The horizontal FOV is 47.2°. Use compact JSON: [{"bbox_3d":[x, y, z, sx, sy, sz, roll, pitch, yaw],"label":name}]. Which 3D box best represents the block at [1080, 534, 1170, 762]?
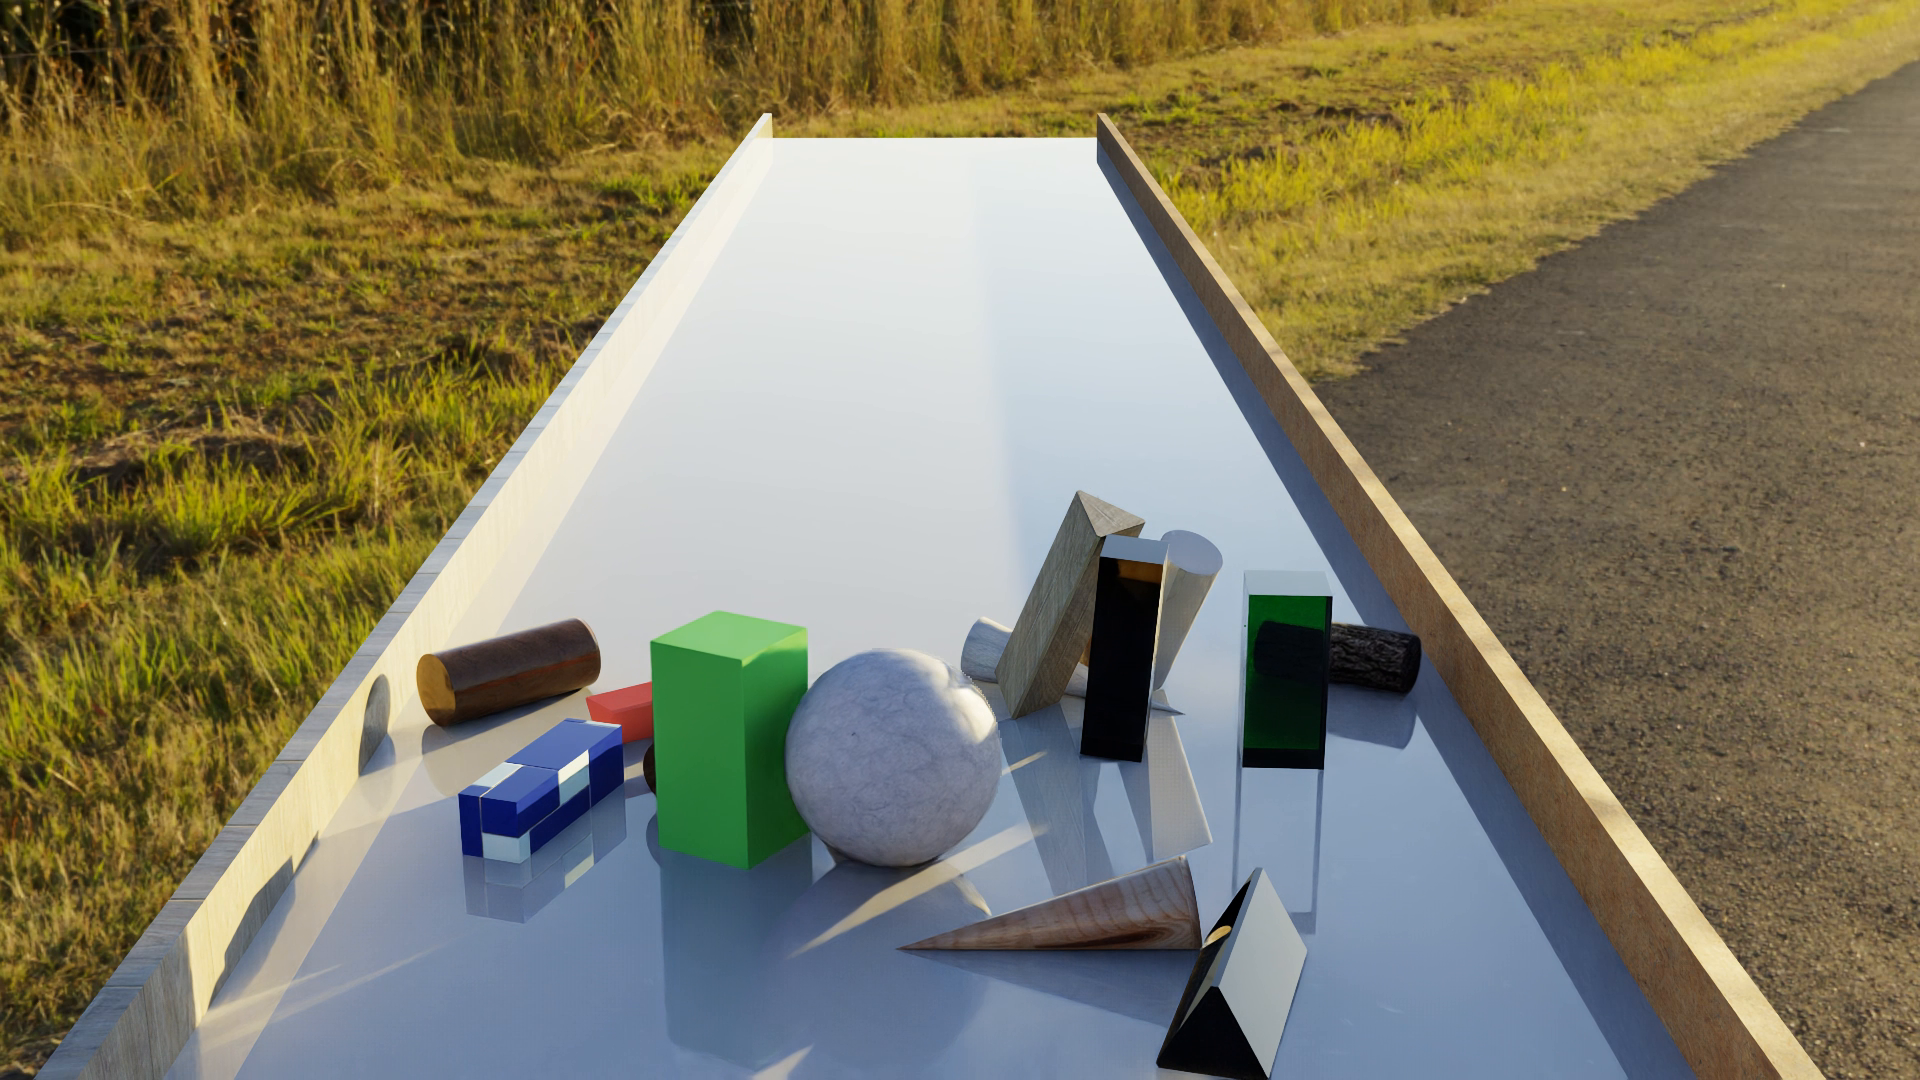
[{"bbox_3d":[0.291,0.192,3.887,0.110,0.381,0.110,8,22,8],"label":"block"}]

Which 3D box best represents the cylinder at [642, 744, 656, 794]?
[{"bbox_3d":[-0.419,0.349,3.832,0.125,0.125,0.317,6,18,20],"label":"cylinder"}]

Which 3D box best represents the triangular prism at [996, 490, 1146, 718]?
[{"bbox_3d":[0.178,0.115,4.055,0.133,0.439,0.116,-17,50,-45],"label":"triangular prism"}]

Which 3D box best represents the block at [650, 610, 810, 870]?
[{"bbox_3d":[-0.366,0.318,3.540,0.178,0.352,0.178,9,19,29],"label":"block"}]

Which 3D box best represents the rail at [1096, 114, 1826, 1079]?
[{"bbox_3d":[0.932,-0.844,7.801,0.050,0.150,12.000,0,17,-1],"label":"rail"}]

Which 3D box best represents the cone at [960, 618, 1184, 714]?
[{"bbox_3d":[0.228,0.269,4.212,0.447,0.126,0.126,16,22,23],"label":"cone"}]

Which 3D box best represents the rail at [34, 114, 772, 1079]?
[{"bbox_3d":[-1.118,-0.838,7.780,0.050,0.150,12.000,0,17,-1],"label":"rail"}]

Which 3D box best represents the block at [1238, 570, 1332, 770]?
[{"bbox_3d":[0.573,0.229,3.896,0.143,0.320,0.143,1,17,3],"label":"block"}]

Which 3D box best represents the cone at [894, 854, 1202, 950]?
[{"bbox_3d":[0.121,0.563,3.213,0.444,0.138,0.138,-9,17,0],"label":"cone"}]

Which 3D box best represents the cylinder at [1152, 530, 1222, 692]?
[{"bbox_3d":[0.385,0.137,4.183,0.124,0.310,0.124,13,38,-11],"label":"cylinder"}]

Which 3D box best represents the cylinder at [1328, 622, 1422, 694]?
[{"bbox_3d":[0.734,0.217,4.296,0.306,0.114,0.114,10,19,29],"label":"cylinder"}]

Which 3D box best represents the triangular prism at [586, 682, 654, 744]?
[{"bbox_3d":[-0.491,0.286,4.043,0.373,0.098,0.085,-12,-10,-36],"label":"triangular prism"}]

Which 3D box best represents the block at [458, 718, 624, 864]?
[{"bbox_3d":[-0.691,0.412,3.658,0.105,0.105,0.353,6,17,19],"label":"block"}]

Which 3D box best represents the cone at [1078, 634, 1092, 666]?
[{"bbox_3d":[0.259,0.077,4.344,0.141,0.346,0.141,3,18,-1],"label":"cone"}]

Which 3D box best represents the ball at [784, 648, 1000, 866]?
[{"bbox_3d":[-0.107,0.343,3.472,0.343,0.343,0.343,0,17,0],"label":"ball"}]

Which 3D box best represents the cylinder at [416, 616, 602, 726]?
[{"bbox_3d":[-0.851,0.246,4.156,0.317,0.139,0.139,-15,22,-41],"label":"cylinder"}]
